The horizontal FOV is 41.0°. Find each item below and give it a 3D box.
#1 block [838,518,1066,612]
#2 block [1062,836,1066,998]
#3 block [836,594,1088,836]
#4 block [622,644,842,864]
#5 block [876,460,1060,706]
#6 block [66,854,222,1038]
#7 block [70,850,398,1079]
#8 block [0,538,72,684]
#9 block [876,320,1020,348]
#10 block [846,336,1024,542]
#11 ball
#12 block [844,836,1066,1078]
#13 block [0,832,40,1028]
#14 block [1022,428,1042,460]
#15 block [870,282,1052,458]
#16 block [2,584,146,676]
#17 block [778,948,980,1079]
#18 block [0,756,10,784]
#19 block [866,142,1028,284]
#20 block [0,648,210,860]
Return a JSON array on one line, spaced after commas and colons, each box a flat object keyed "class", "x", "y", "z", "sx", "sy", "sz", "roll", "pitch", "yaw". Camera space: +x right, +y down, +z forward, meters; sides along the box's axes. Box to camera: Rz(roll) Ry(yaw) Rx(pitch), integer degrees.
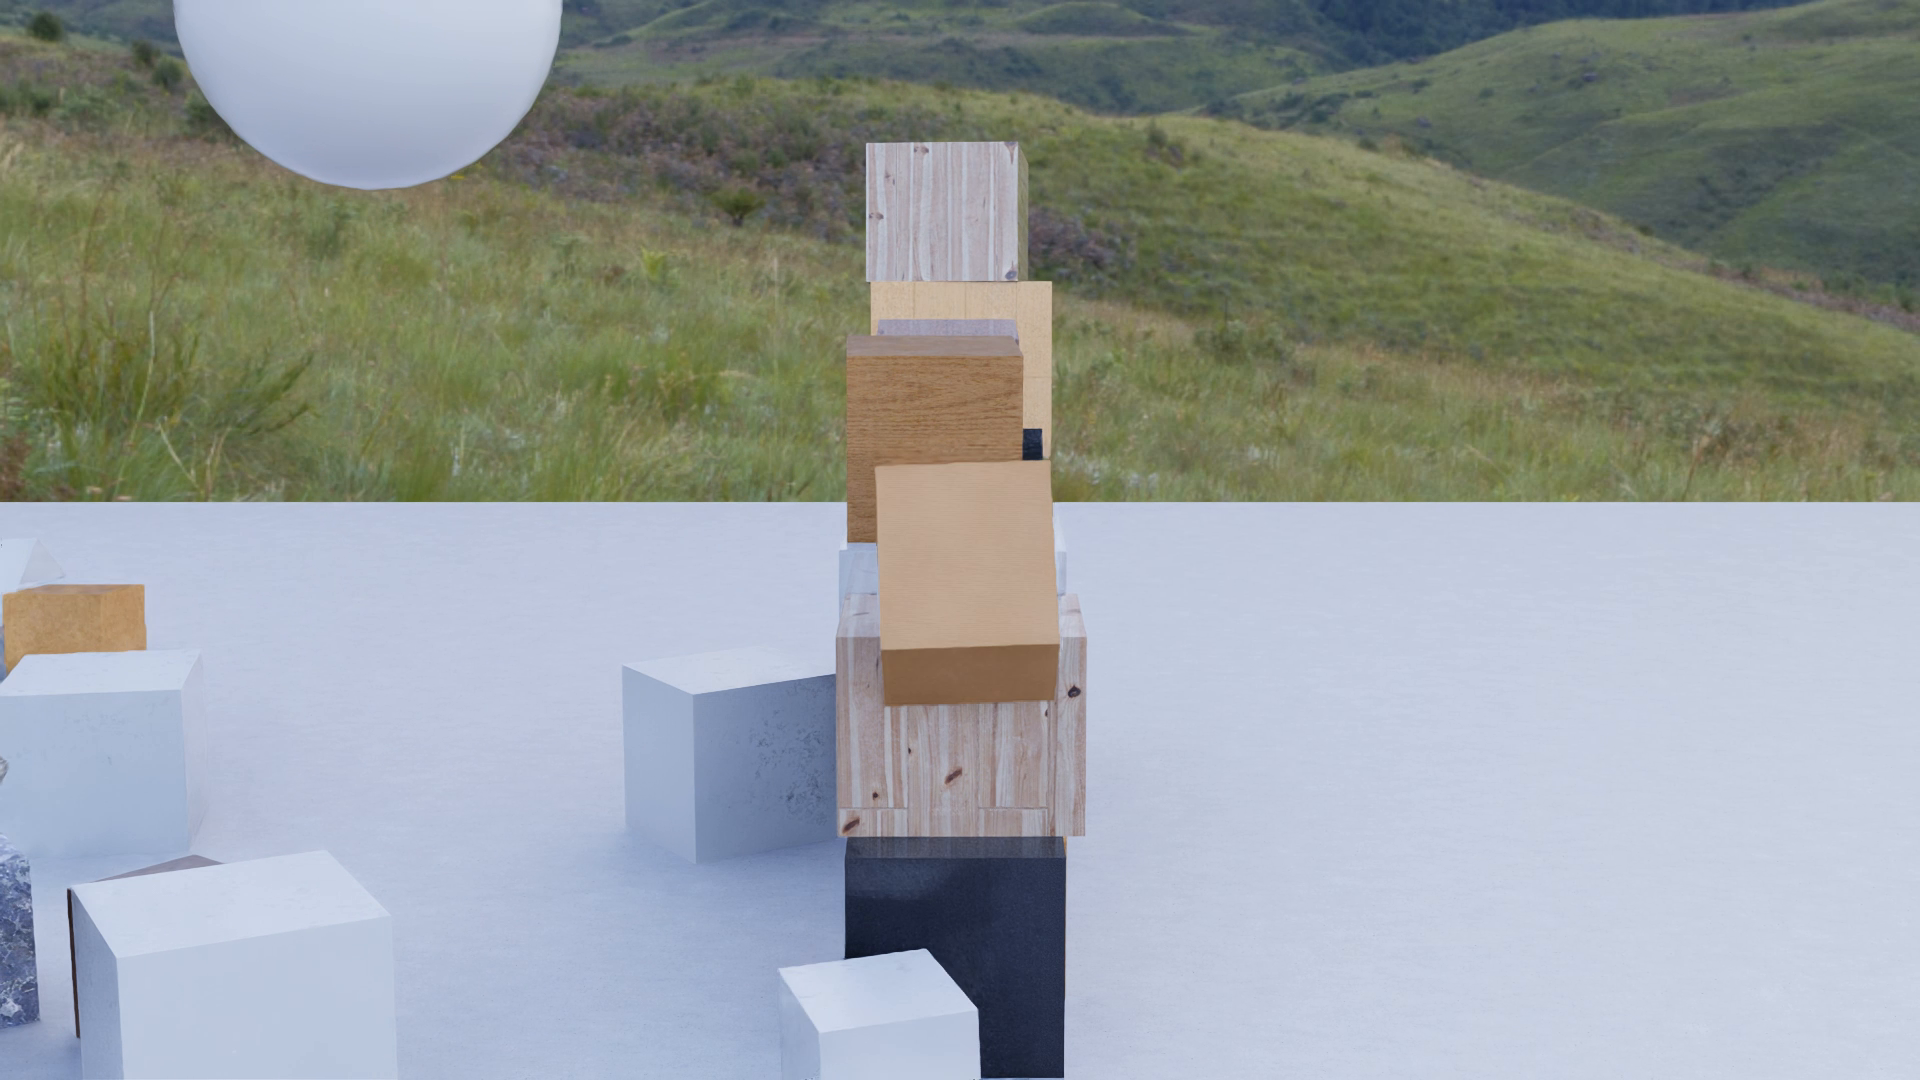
[{"class": "block", "x": -0.029, "y": 0.417, "z": 10.245, "sx": 0.871, "sy": 0.905, "sz": 0.735, "roll": 0, "pitch": 11, "yaw": 0}, {"class": "block", "x": 0.012, "y": 1.289, "z": 10.230, "sx": 0.787, "sy": 0.804, "sz": 0.893, "roll": 0, "pitch": 10, "yaw": 0}, {"class": "block", "x": 0.004, "y": 0.633, "z": 9.507, "sx": 0.889, "sy": 0.730, "sz": 0.775, "roll": 0, "pitch": 10, "yaw": 0}, {"class": "block", "x": -1.064, "y": 0.982, "z": 11.966, "sx": 0.767, "sy": 0.786, "sz": 0.711, "roll": -7, "pitch": 12, "yaw": -33}, {"class": "block", "x": 0.021, "y": 0.154, "z": 8.830, "sx": 0.591, "sy": 0.664, "sz": 0.565, "roll": -2, "pitch": -23, "yaw": -1}, {"class": "block", "x": -2.898, "y": 1.545, "z": 9.473, "sx": 0.494, "sy": 0.571, "sz": 0.546, "roll": 8, "pitch": 13, "yaw": 38}, {"class": "block", "x": -2.463, "y": 1.588, "z": 8.700, "sx": 0.878, "sy": 0.763, "sz": 0.831, "roll": -6, "pitch": 12, "yaw": -28}, {"class": "block", "x": -5.296, "y": 0.479, "z": 14.079, "sx": 0.684, "sy": 0.713, "sz": 0.636, "roll": -4, "pitch": 50, "yaw": 13}, {"class": "block", "x": -0.055, "y": -0.532, "z": 10.931, "sx": 0.590, "sy": 0.739, "sz": 0.606, "roll": 0, "pitch": 13, "yaw": -1}, {"class": "block", "x": -0.112, "y": -0.415, "z": 10.249, "sx": 0.678, "sy": 0.728, "sz": 0.728, "roll": 0, "pitch": 11, "yaw": -2}, {"class": "ball", "x": -2.477, "y": -2.275, "z": 10.767, "sx": 1.600, "sy": 1.600, "sz": 1.600, "roll": 0, "pitch": 10, "yaw": 0}, {"class": "block", "x": -0.017, "y": 1.437, "z": 9.396, "sx": 0.771, "sy": 0.811, "sz": 0.778, "roll": 0, "pitch": 10, "yaw": 0}, {"class": "block", "x": -3.879, "y": 1.483, "z": 9.643, "sx": 0.633, "sy": 0.631, "sz": 0.587, "roll": -7, "pitch": 12, "yaw": -33}, {"class": "block", "x": -0.002, "y": -0.001, "z": 12.478, "sx": 0.797, "sy": 0.880, "sz": 0.732, "roll": 0, "pitch": -18, "yaw": 1}, {"class": "block", "x": 0.012, "y": -0.849, "z": 13.017, "sx": 0.890, "sy": 0.856, "sz": 0.799, "roll": 0, "pitch": 1, "yaw": 1}, {"class": "block", "x": -4.711, "y": 0.530, "z": 13.680, "sx": 0.540, "sy": 0.538, "sz": 0.515, "roll": 0, "pitch": 5, "yaw": 8}, {"class": "block", "x": -0.267, "y": 1.734, "z": 8.420, "sx": 0.518, "sy": 0.550, "sz": 0.614, "roll": -5, "pitch": 11, "yaw": -16}, {"class": "block", "x": -3.835, "y": 0.955, "z": 8.875, "sx": 0.651, "sy": 0.585, "sz": 0.697, "roll": -27, "pitch": 32, "yaw": 18}, {"class": "block", "x": -0.053, "y": -1.618, "z": 13.020, "sx": 0.748, "sy": 0.682, "sz": 0.836, "roll": 0, "pitch": 1, "yaw": 5}, {"class": "block", "x": -4.001, "y": 0.987, "z": 12.010, "sx": 0.819, "sy": 0.760, "sz": 0.847, "roll": -2, "pitch": 10, "yaw": -10}]
